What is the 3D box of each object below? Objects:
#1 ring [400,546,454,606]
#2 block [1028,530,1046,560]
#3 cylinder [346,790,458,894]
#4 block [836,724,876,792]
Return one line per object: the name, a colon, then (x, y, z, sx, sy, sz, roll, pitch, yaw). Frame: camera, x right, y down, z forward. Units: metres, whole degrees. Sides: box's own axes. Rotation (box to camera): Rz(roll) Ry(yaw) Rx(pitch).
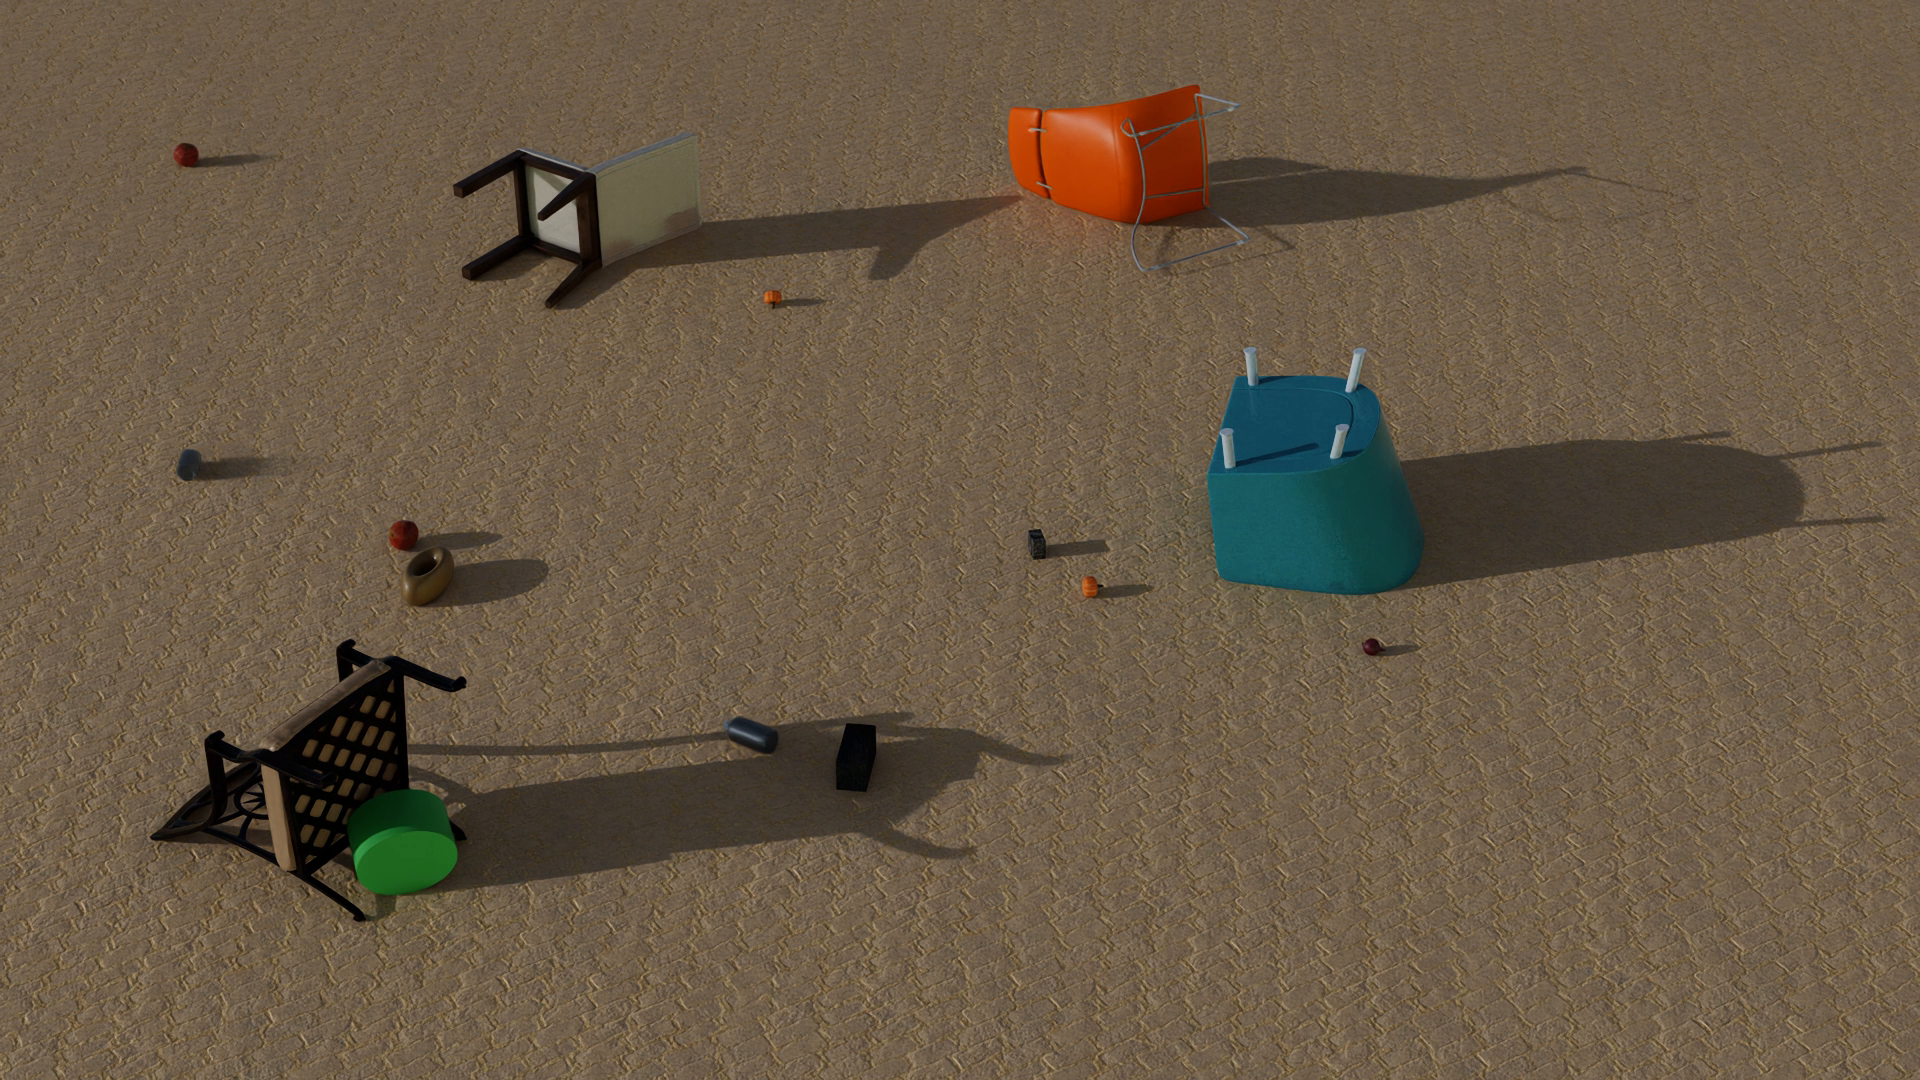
ring: (-1.934, 0.129, 10.647, 0.159, 0.114, 0.295, 8, 35, 15)
block: (0.285, 0.016, 10.851, 0.047, 0.076, 0.086, -6, 34, -10)
cylinder: (-1.765, 0.955, 9.275, 0.318, 0.243, 0.222, -14, 36, -12)
block: (-0.345, 0.722, 9.746, 0.100, 0.113, 0.218, 4, 34, 6)
